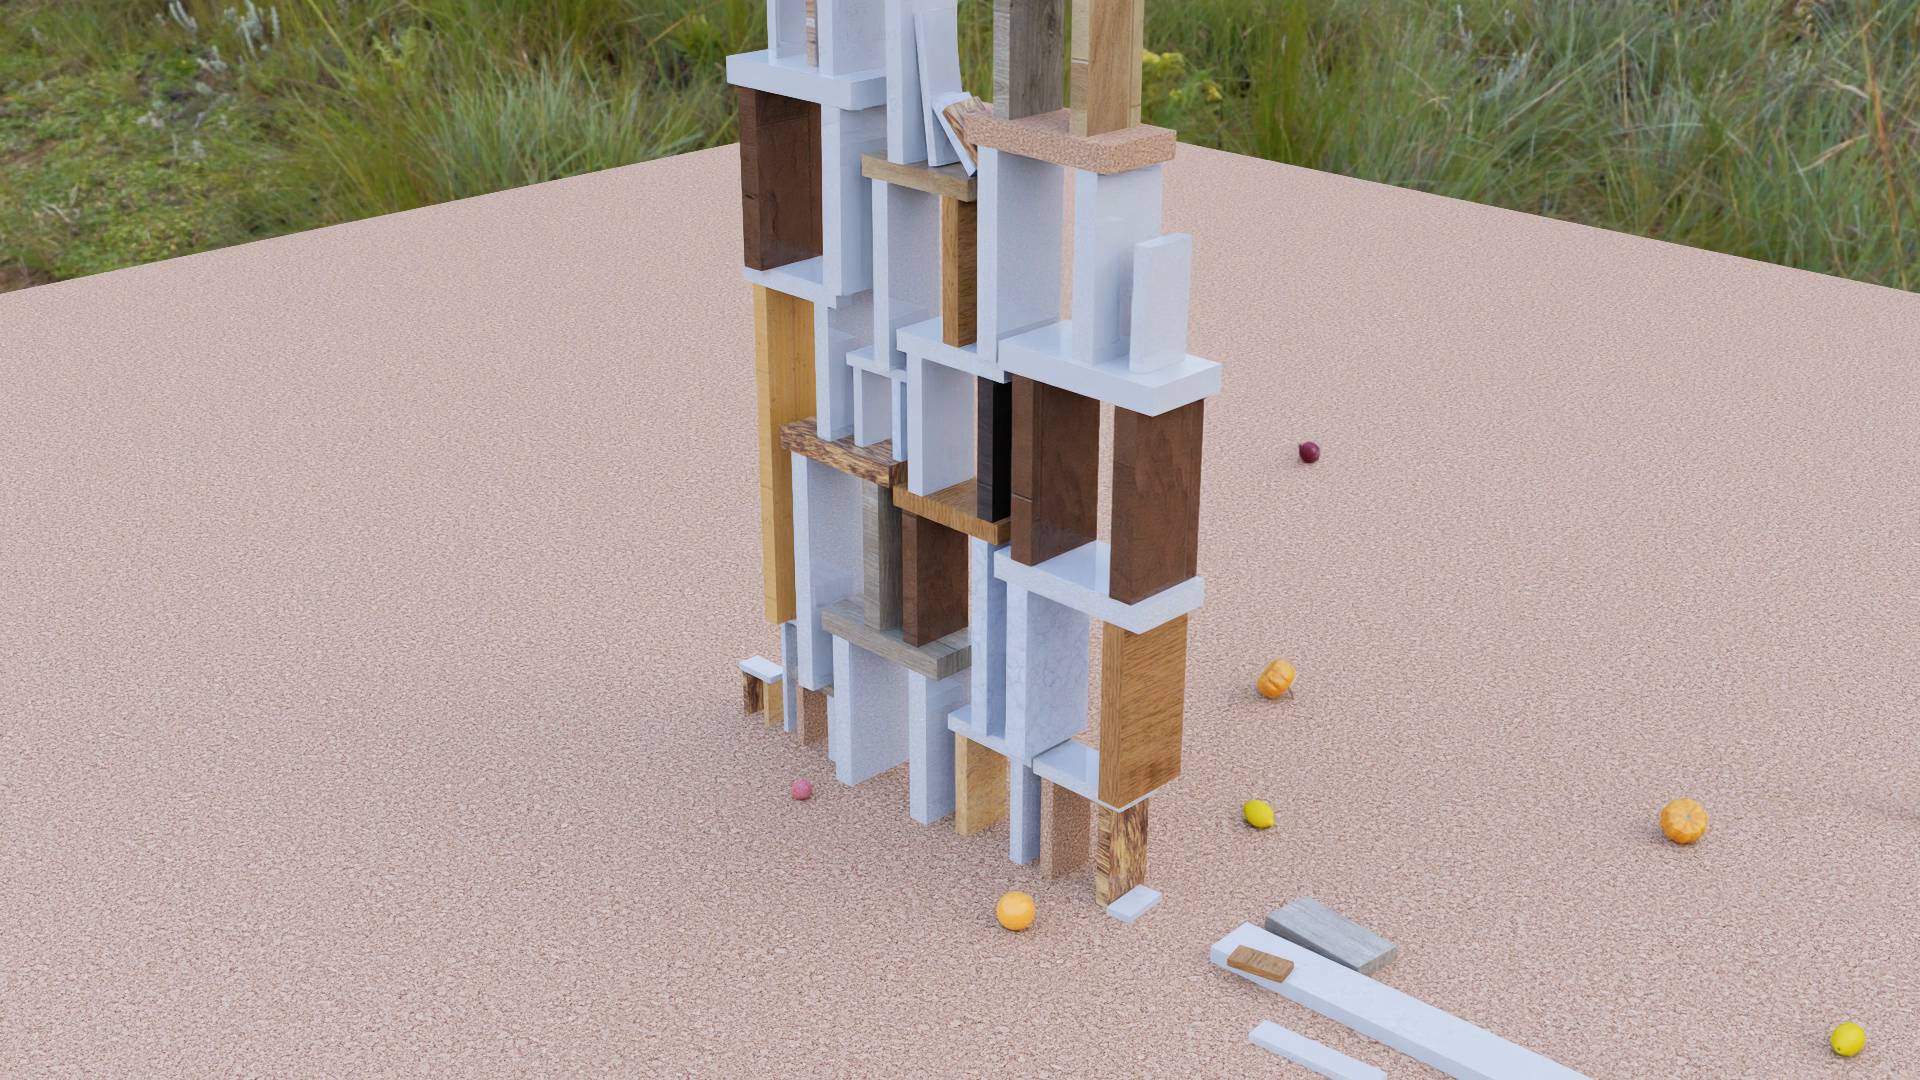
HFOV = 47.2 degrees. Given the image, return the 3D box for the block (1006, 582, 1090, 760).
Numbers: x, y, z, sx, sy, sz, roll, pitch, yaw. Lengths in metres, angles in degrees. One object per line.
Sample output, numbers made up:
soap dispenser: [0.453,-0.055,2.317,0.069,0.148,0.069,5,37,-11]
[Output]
block: [0.165,0.221,4.136,0.050,0.351,0.176,21,31,40]

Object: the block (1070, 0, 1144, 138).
block: [0.243,-0.810,3.622,0.134,0.268,0.038,-21,31,-40]

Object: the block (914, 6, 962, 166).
block: [-0.033,-0.806,3.911,0.076,0.269,0.022,-20,22,-38]

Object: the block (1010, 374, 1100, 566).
block: [0.173,-0.147,3.970,0.050,0.356,0.178,21,31,41]

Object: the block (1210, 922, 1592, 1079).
block: [0.962,0.899,3.601,1.283,0.031,0.110,20,30,38]

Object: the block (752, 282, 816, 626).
block: [-0.348,-0.184,4.531,0.138,0.737,0.039,-21,31,-41]

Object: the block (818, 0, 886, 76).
block: [-0.195,-0.997,4.011,0.138,0.276,0.039,-21,31,-40]

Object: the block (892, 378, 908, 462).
block: [-0.092,-0.239,4.217,0.081,0.163,0.023,-21,31,-40]

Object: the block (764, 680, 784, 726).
block: [-0.403,0.348,4.805,0.015,0.105,0.053,21,31,41]

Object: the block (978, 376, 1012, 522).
block: [0.094,-0.183,4.041,0.138,0.276,0.039,-21,31,-41]

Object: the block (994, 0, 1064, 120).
block: [0.118,-0.860,3.739,0.134,0.268,0.038,-21,31,-40]

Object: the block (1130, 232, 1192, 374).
block: [0.337,-0.397,3.693,0.110,0.220,0.031,-21,32,-41]

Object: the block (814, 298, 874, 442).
block: [-0.218,-0.345,4.320,0.138,0.276,0.039,-21,31,-40]

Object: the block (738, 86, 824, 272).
block: [-0.343,-0.719,4.294,0.050,0.355,0.178,21,31,40]

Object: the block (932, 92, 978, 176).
block: [0.016,-0.718,3.888,0.076,0.152,0.022,-19,-13,-37]

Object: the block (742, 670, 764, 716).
block: [-0.453,0.329,4.851,0.015,0.105,0.053,21,31,41]

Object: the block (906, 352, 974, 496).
block: [-0.036,-0.233,4.160,0.138,0.276,0.039,-21,31,-41]

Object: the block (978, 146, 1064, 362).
block: [0.107,-0.519,3.890,0.168,0.382,0.048,-21,31,-40]

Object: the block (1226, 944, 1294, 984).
block: [0.532,0.750,3.893,0.105,0.015,0.053,14,27,29]

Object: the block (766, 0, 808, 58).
block: [-0.325,-1.002,4.160,0.084,0.168,0.024,-21,31,-40]

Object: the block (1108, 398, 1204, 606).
block: [0.341,-0.081,3.816,0.050,0.356,0.178,21,31,41]

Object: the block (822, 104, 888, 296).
block: [-0.176,-0.653,4.138,0.178,0.355,0.050,-21,32,-41]

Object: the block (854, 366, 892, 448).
block: [-0.169,-0.269,4.287,0.081,0.163,0.023,-21,31,-41]

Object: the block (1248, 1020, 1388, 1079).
block: [0.600,0.869,3.694,0.238,0.015,0.053,18,29,36]

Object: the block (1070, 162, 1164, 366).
block: [0.266,-0.478,3.734,0.048,0.336,0.168,21,31,40]

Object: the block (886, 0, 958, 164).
block: [-0.068,-0.885,3.918,0.138,0.410,0.039,-21,31,-40]

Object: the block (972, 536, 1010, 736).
block: [0.086,0.166,4.195,0.140,0.406,0.040,-21,31,-41]

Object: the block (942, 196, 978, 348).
block: [0.031,-0.498,3.979,0.137,0.274,0.039,-21,31,-41]

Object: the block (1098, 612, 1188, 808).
block: [0.332,0.290,3.986,0.050,0.361,0.175,21,31,40]

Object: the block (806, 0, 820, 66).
block: [-0.246,-0.971,4.087,0.084,0.168,0.024,-21,31,-40]

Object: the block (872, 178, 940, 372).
block: [-0.100,-0.507,4.116,0.039,0.363,0.137,20,30,39]
